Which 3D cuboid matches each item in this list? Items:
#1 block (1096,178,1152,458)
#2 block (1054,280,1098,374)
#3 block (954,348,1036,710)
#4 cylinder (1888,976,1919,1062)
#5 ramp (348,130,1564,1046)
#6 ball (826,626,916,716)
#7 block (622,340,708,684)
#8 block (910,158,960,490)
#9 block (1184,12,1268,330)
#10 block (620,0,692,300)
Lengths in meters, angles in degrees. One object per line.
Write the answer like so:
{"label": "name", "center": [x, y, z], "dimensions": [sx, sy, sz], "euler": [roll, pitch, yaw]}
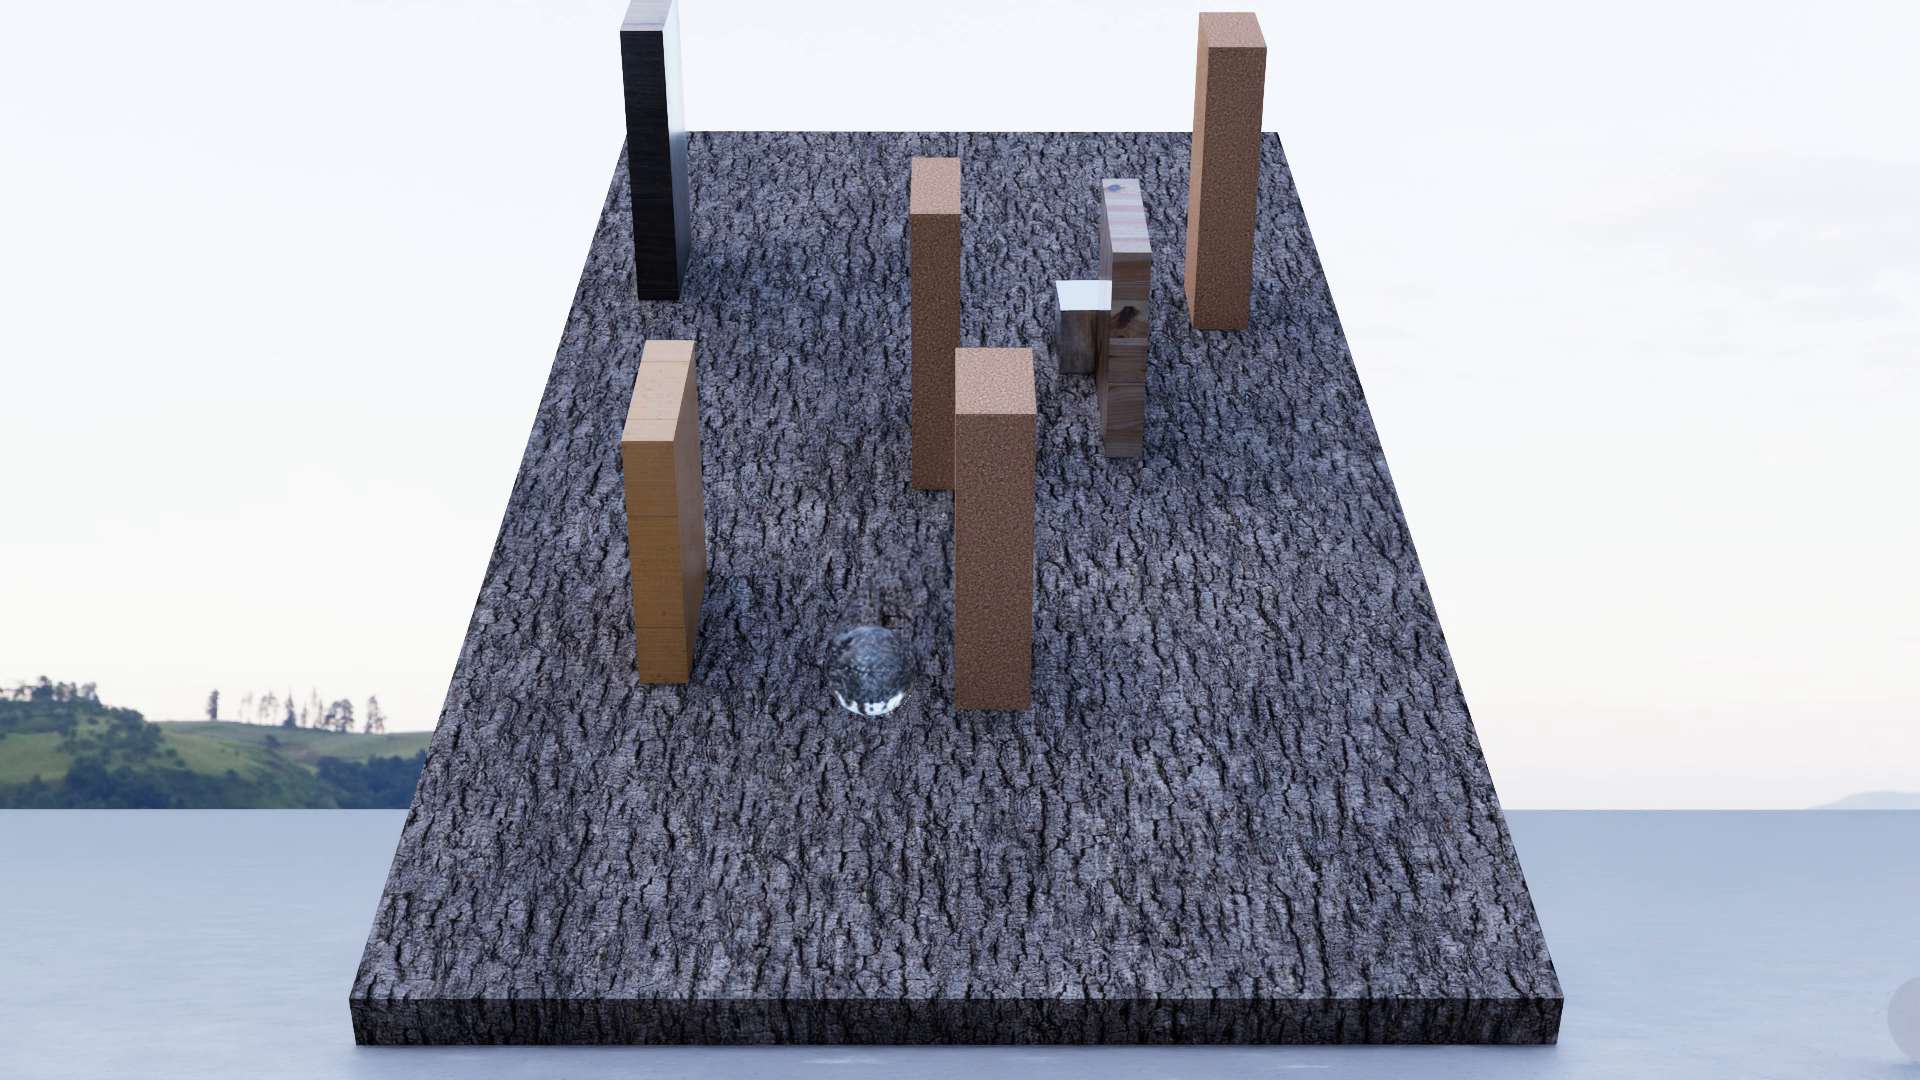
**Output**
{"label": "block", "center": [0.379, -0.524, 5.667], "dimensions": [0.085, 0.514, 0.435], "euler": [0, 30, 0]}
{"label": "block", "center": [0.329, -0.530, 6.015], "dimensions": [0.174, 0.174, 0.174], "euler": [-1, 30, -2]}
{"label": "block", "center": [0.064, -0.019, 4.665], "dimensions": [0.146, 0.646, 0.276], "euler": [0, 30, 0]}
{"label": "cylinder", "center": [1.535, 0.741, 3.752], "dimensions": [0.138, 0.138, 0.138], "euler": [-6, -9, 43]}
{"label": "ramp", "center": [-0.013, -0.208, 5.732], "dimensions": [2.000, 0.100, 4.000], "euler": [0, 30, 0]}
{"label": "ball", "center": [-0.172, 0.252, 4.667], "dimensions": [0.175, 0.175, 0.175], "euler": [0, -6, 0]}
{"label": "block", "center": [-0.586, -0.060, 4.837], "dimensions": [0.097, 0.541, 0.435], "euler": [0, 30, 0]}
{"label": "block", "center": [-0.054, -0.485, 5.444], "dimensions": [0.107, 0.669, 0.327], "euler": [0, 30, 0]}
{"label": "block", "center": [0.669, -0.933, 6.138], "dimensions": [0.141, 0.749, 0.271], "euler": [0, 30, 0]}
{"label": "block", "center": [-0.791, -1.039, 6.331], "dimensions": [0.108, 0.730, 0.375], "euler": [0, 30, 0]}
